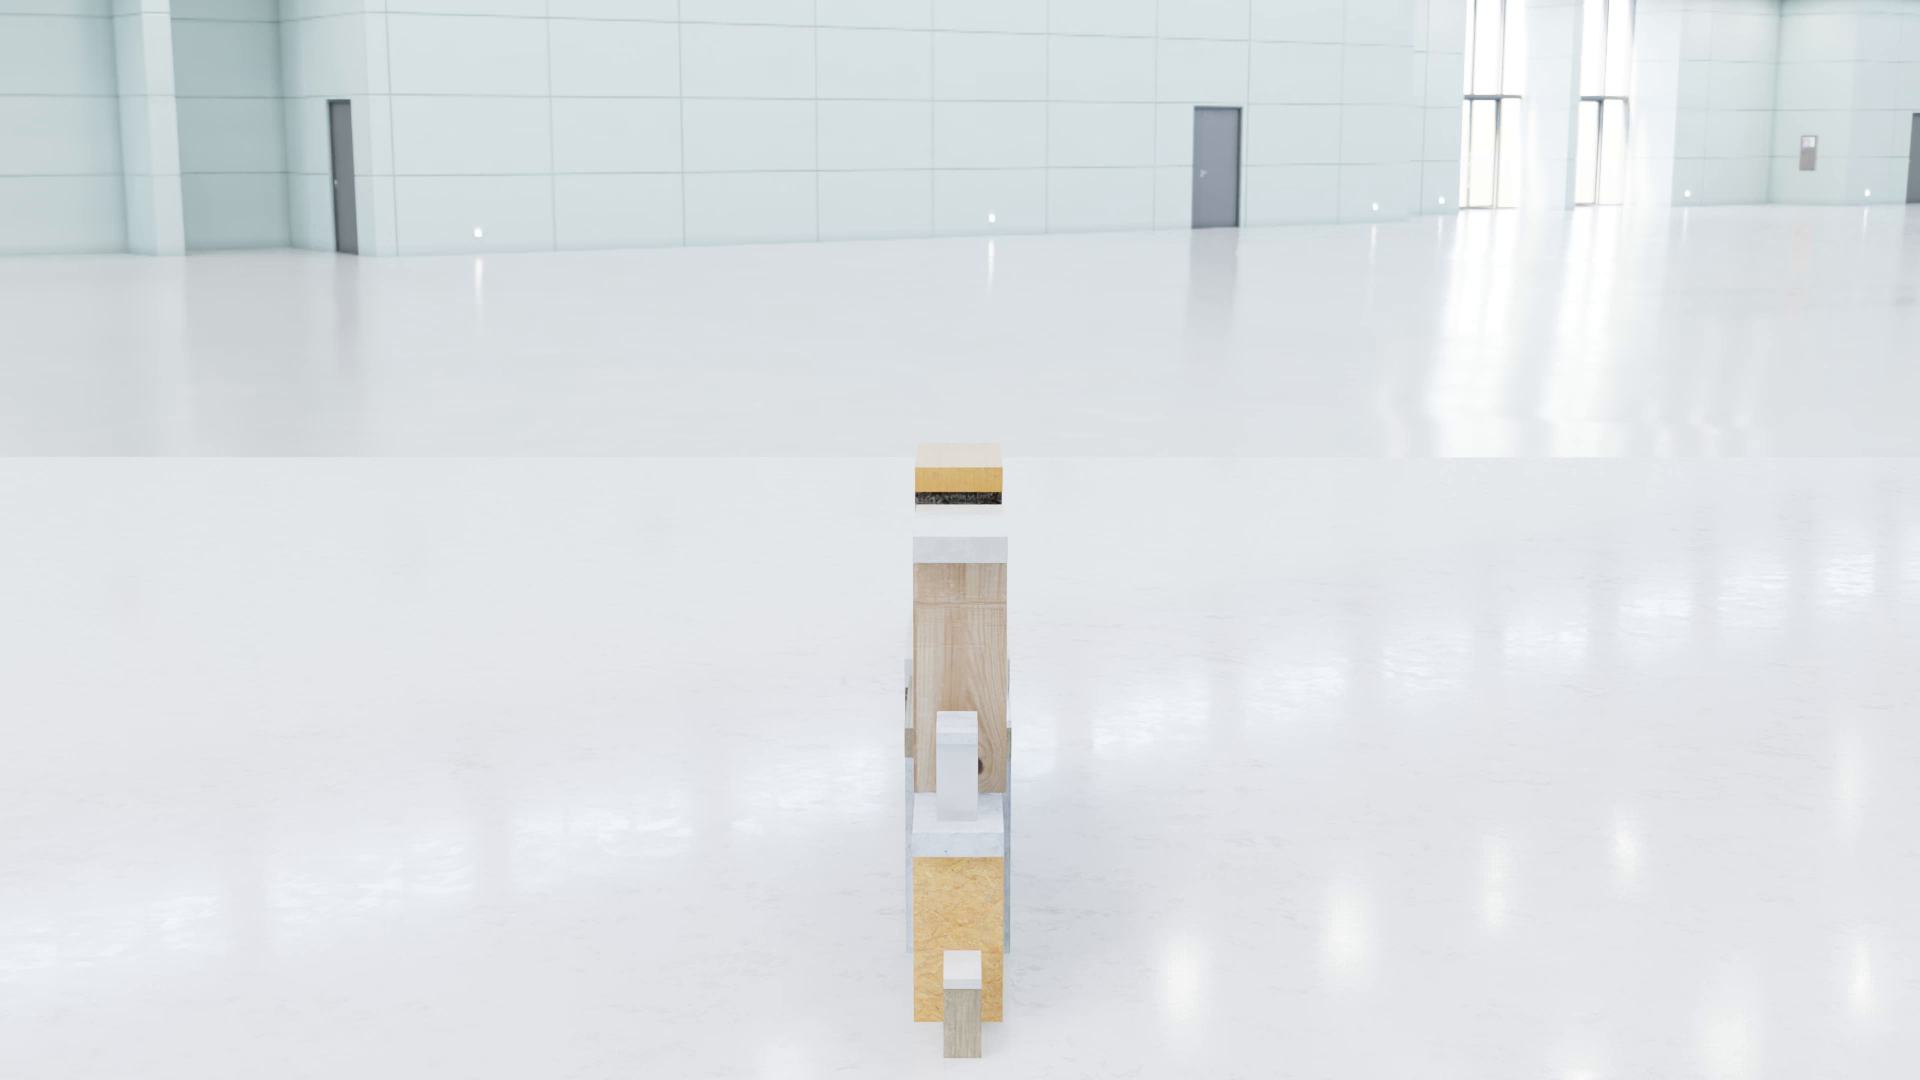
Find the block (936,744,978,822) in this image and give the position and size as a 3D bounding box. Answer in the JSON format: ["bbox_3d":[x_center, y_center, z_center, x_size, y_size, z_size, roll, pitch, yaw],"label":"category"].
[{"bbox_3d":[-0.004,0.339,3.108,0.058,0.116,0.016,0,11,0],"label":"block"}]

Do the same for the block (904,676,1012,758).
[{"bbox_3d":[-0.003,0.276,3.467,0.162,0.046,0.323,0,11,0],"label":"block"}]

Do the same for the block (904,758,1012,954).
[{"bbox_3d":[-0.003,0.477,3.395,0.162,0.323,0.046,0,11,0],"label":"block"}]

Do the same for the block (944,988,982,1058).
[{"bbox_3d":[0.003,0.658,3.016,0.052,0.104,0.015,0,11,0],"label":"block"}]

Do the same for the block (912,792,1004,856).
[{"bbox_3d":[-0.002,0.401,3.191,0.127,0.036,0.255,0,11,0],"label":"block"}]

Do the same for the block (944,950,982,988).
[{"bbox_3d":[0.003,0.593,3.039,0.052,0.015,0.104,0,11,0],"label":"block"}]

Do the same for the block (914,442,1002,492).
[{"bbox_3d":[-0.002,-0.123,3.679,0.141,0.040,0.283,0,11,0],"label":"block"}]

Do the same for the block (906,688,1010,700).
[{"bbox_3d":[-0.005,0.404,3.719,0.174,0.347,0.049,0,11,0],"label":"block"}]

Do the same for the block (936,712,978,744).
[{"bbox_3d":[-0.004,0.267,3.134,0.058,0.016,0.116,0,11,0],"label":"block"}]

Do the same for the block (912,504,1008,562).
[{"bbox_3d":[0.000,-0.011,3.286,0.136,0.039,0.273,0,11,0],"label":"block"}]

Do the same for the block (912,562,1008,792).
[{"bbox_3d":[0.000,0.197,3.232,0.136,0.351,0.039,0,11,0],"label":"block"}]

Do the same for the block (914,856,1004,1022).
[{"bbox_3d":[-0.002,0.560,3.134,0.127,0.255,0.036,0,11,0],"label":"block"}]

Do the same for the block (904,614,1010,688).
[{"bbox_3d":[-0.005,0.188,3.797,0.174,0.049,0.347,0,11,0],"label":"block"}]

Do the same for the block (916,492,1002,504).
[{"bbox_3d":[-0.002,0.053,3.616,0.141,0.283,0.040,0,11,0],"label":"block"}]
